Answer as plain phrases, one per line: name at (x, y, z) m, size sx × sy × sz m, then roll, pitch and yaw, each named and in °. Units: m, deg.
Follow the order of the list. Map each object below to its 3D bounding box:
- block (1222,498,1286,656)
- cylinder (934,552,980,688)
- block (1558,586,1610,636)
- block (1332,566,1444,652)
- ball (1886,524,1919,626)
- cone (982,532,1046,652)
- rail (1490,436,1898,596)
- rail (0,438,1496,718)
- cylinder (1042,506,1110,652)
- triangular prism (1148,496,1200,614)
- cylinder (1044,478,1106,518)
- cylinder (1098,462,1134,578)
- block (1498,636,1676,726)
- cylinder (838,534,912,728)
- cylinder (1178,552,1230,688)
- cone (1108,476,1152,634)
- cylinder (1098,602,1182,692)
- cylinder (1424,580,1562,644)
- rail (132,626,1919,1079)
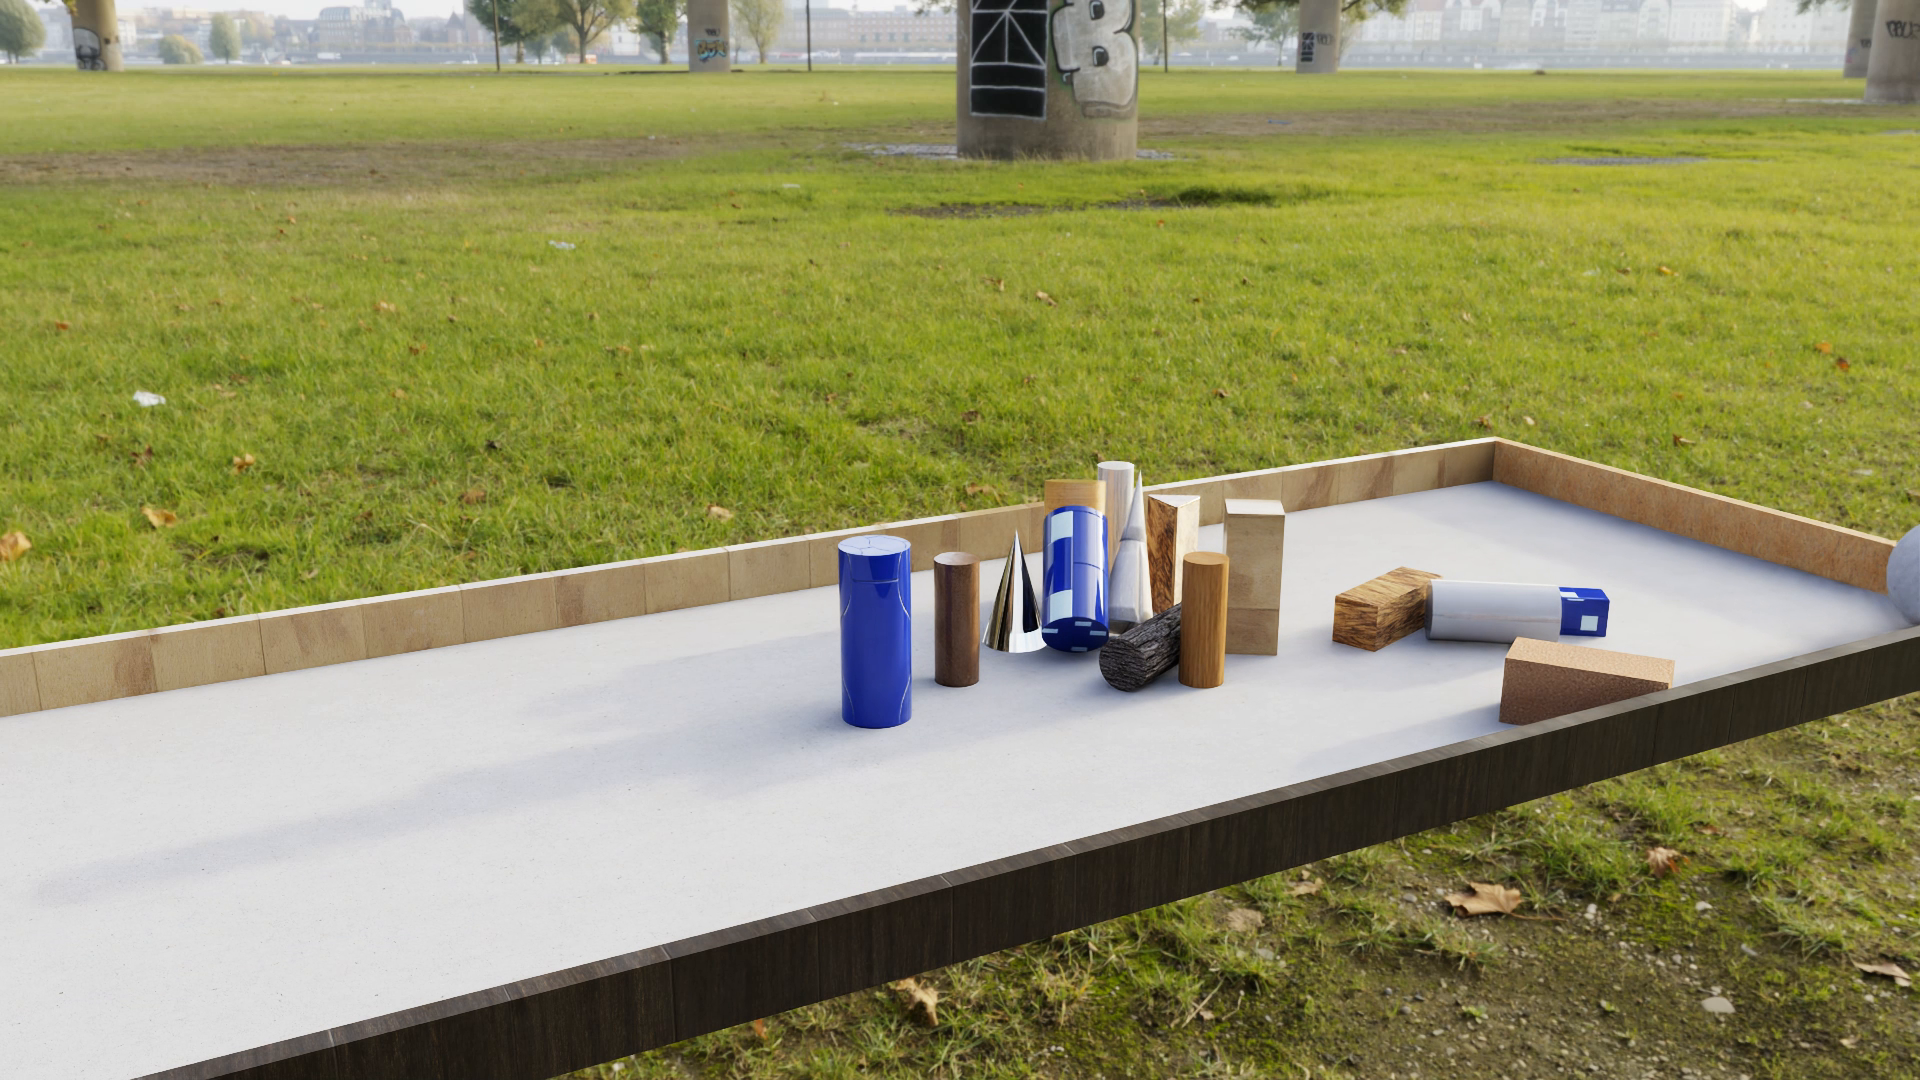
block at (0.766, 0.097, 4.345) m, size 0.145 × 0.383 × 0.145 m, roll 2°, pitch 16°, yaw 5°
cylinder at (-0.008, 0.198, 4.114) m, size 0.113 × 0.319 × 0.113 m, roll 0°, pitch 16°, yaw 0°
block at (1.550, 0.189, 4.526) m, size 0.414 × 0.104 × 0.104 m, roll 2°, pitch 17°, yaw 8°
block at (1.169, 0.185, 4.500) m, size 0.127 × 0.127 × 0.361 m, roll 15°, pitch 22°, yaw 41°
ball at (2.676, 0.100, 4.427) m, size 0.332 × 0.332 × 0.332 m, roll 0°, pitch 16°, yaw 0°
cone at (0.148, 0.121, 4.386) m, size 0.174 × 0.313 × 0.174 m, roll 0°, pitch 16°, yaw 0°
rail at (2.466, -0.048, 5.253) m, size 0.050 × 0.150 × 2.100 m, roll -9°, pitch 18°, yaw -27°
rail at (-3.305, 0.497, 3.399) m, size 12.000 × 0.150 × 0.050 m, roll -9°, pitch 18°, yaw -27°
cylinder at (0.306, 0.102, 4.373) m, size 0.176 × 0.176 × 0.352 m, roll 1°, pitch 55°, yaw 3°
triangular prism at (0.579, 0.042, 4.630) m, size 0.121 × 0.329 × 0.140 m, roll 11°, pitch 20°, yaw 33°
cylinder at (0.320, 0.013, 4.632) m, size 0.171 × 0.358 × 0.171 m, roll 1°, pitch 5°, yaw 0°
cylinder at (0.453, -0.042, 4.848) m, size 0.106 × 0.366 × 0.106 m, roll 0°, pitch 16°, yaw 0°
block at (1.466, 0.355, 3.861) m, size 0.355 × 0.162 × 0.162 m, roll 8°, pitch 18°, yaw 26°
cylinder at (-0.198, 0.215, 3.873) m, size 0.168 × 0.423 × 0.168 m, roll 0°, pitch 16°, yaw 0°
cylinder at (0.606, 0.199, 4.107) m, size 0.113 × 0.322 × 0.113 m, roll 0°, pitch 16°, yaw 0°
cone at (0.467, 0.021, 4.463) m, size 0.157 × 0.450 × 0.157 m, roll 7°, pitch -17°, yaw 2°
cylinder at (0.517, 0.262, 4.220) m, size 0.137 × 0.137 × 0.402 m, roll 11°, pitch 20°, yaw 34°
cylinder at (1.420, 0.193, 4.407) m, size 0.326 × 0.164 × 0.164 m, roll 2°, pitch 17°, yaw 8°
rail at (-2.336, 1.006, 1.665) m, size 12.000 × 0.150 × 0.050 m, roll -9°, pitch 18°, yaw -27°
